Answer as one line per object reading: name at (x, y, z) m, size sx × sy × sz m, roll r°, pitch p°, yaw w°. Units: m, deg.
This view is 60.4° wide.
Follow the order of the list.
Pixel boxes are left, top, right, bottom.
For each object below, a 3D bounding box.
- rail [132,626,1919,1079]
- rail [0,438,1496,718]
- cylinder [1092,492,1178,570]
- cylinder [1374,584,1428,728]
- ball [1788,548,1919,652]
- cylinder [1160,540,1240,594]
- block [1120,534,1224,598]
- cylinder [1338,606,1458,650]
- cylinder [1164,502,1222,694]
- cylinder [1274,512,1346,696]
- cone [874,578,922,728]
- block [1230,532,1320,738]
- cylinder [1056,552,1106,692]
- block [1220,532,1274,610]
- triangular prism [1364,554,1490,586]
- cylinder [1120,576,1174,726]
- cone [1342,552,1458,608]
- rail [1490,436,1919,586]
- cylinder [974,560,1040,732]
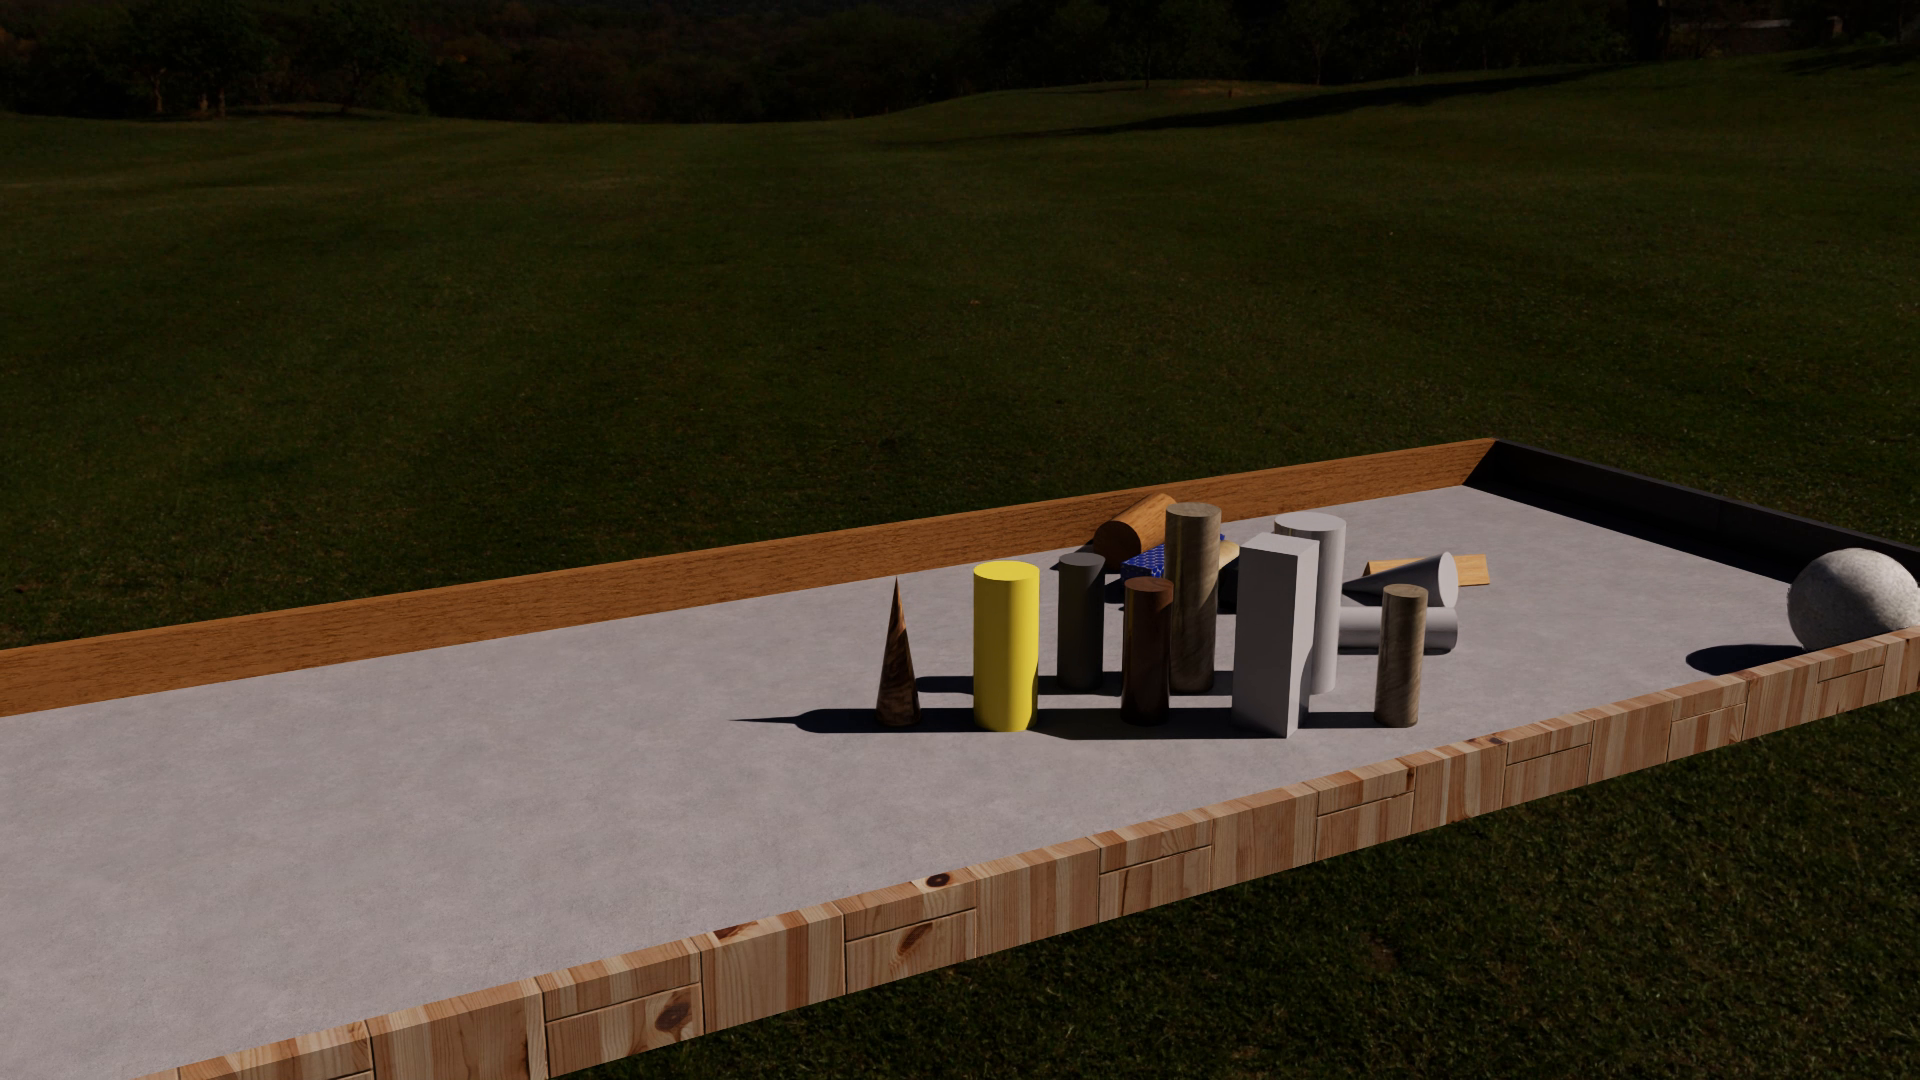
rail at (-2.336, 1.006, 1.665) m, size 12.000 × 0.150 × 0.050 m, roll -9°, pitch 18°, yaw -27°
rail at (-3.305, 0.497, 3.399) m, size 12.000 × 0.150 × 0.050 m, roll -9°, pitch 18°, yaw -27°
cylinder at (0.561, -0.029, 5.173) m, size 0.158 × 0.158 × 0.371 m, roll 8°, pitch 18°, yaw 26°
cylinder at (1.031, 0.271, 3.861) m, size 0.101 × 0.322 × 0.101 m, roll 0°, pitch 16°, yaw 0°
ball at (2.287, 0.174, 4.218) m, size 0.307 × 0.307 × 0.307 m, roll 0°, pitch 16°, yaw 0°
cylinder at (0.706, 0.102, 4.769) m, size 0.134 × 0.134 × 0.311 m, roll 11°, pitch 19°, yaw 32°
block at (0.637, 0.075, 4.918) m, size 0.103 × 0.103 × 0.440 m, roll 12°, pitch 20°, yaw 35°
cylinder at (1.096, 0.232, 4.367) m, size 0.410 × 0.112 × 0.112 m, roll 0°, pitch 16°, yaw 1°
cylinder at (0.567, 0.143, 4.063) m, size 0.134 × 0.454 × 0.134 m, roll 0°, pitch 16°, yaw 0°
cylinder at (0.854, 0.156, 4.079) m, size 0.172 × 0.420 × 0.172 m, roll 0°, pitch 16°, yaw 0°
cone at (-0.147, 0.253, 3.859) m, size 0.115 × 0.358 × 0.115 m, roll 0°, pitch 16°, yaw 0°
block at (0.730, 0.219, 3.828) m, size 0.139 × 0.440 × 0.139 m, roll 10°, pitch 19°, yaw 30°
cylinder at (0.299, 0.203, 4.086) m, size 0.114 × 0.326 × 0.114 m, roll 0°, pitch 16°, yaw 0°
block at (0.902, 0.090, 4.834) m, size 0.120 × 0.120 × 0.438 m, roll 9°, pitch 19°, yaw 29°
triangular prism at (1.383, 0.091, 4.897) m, size 0.372 × 0.079 × 0.092 m, roll -3°, pitch 17°, yaw -11°
cylinder at (0.439, 0.262, 3.874) m, size 0.115 × 0.333 × 0.115 m, roll 0°, pitch 16°, yaw 0°
cone at (1.238, 0.128, 4.777) m, size 0.360 × 0.165 × 0.165 m, roll -5°, pitch 11°, yaw 35°
rail at (2.466, -0.048, 5.253) m, size 0.050 × 0.150 × 2.100 m, roll -9°, pitch 18°, yaw -27°
cylinder at (0.107, 0.248, 3.855) m, size 0.152 × 0.370 × 0.152 m, roll 0°, pitch 16°, yaw 0°
